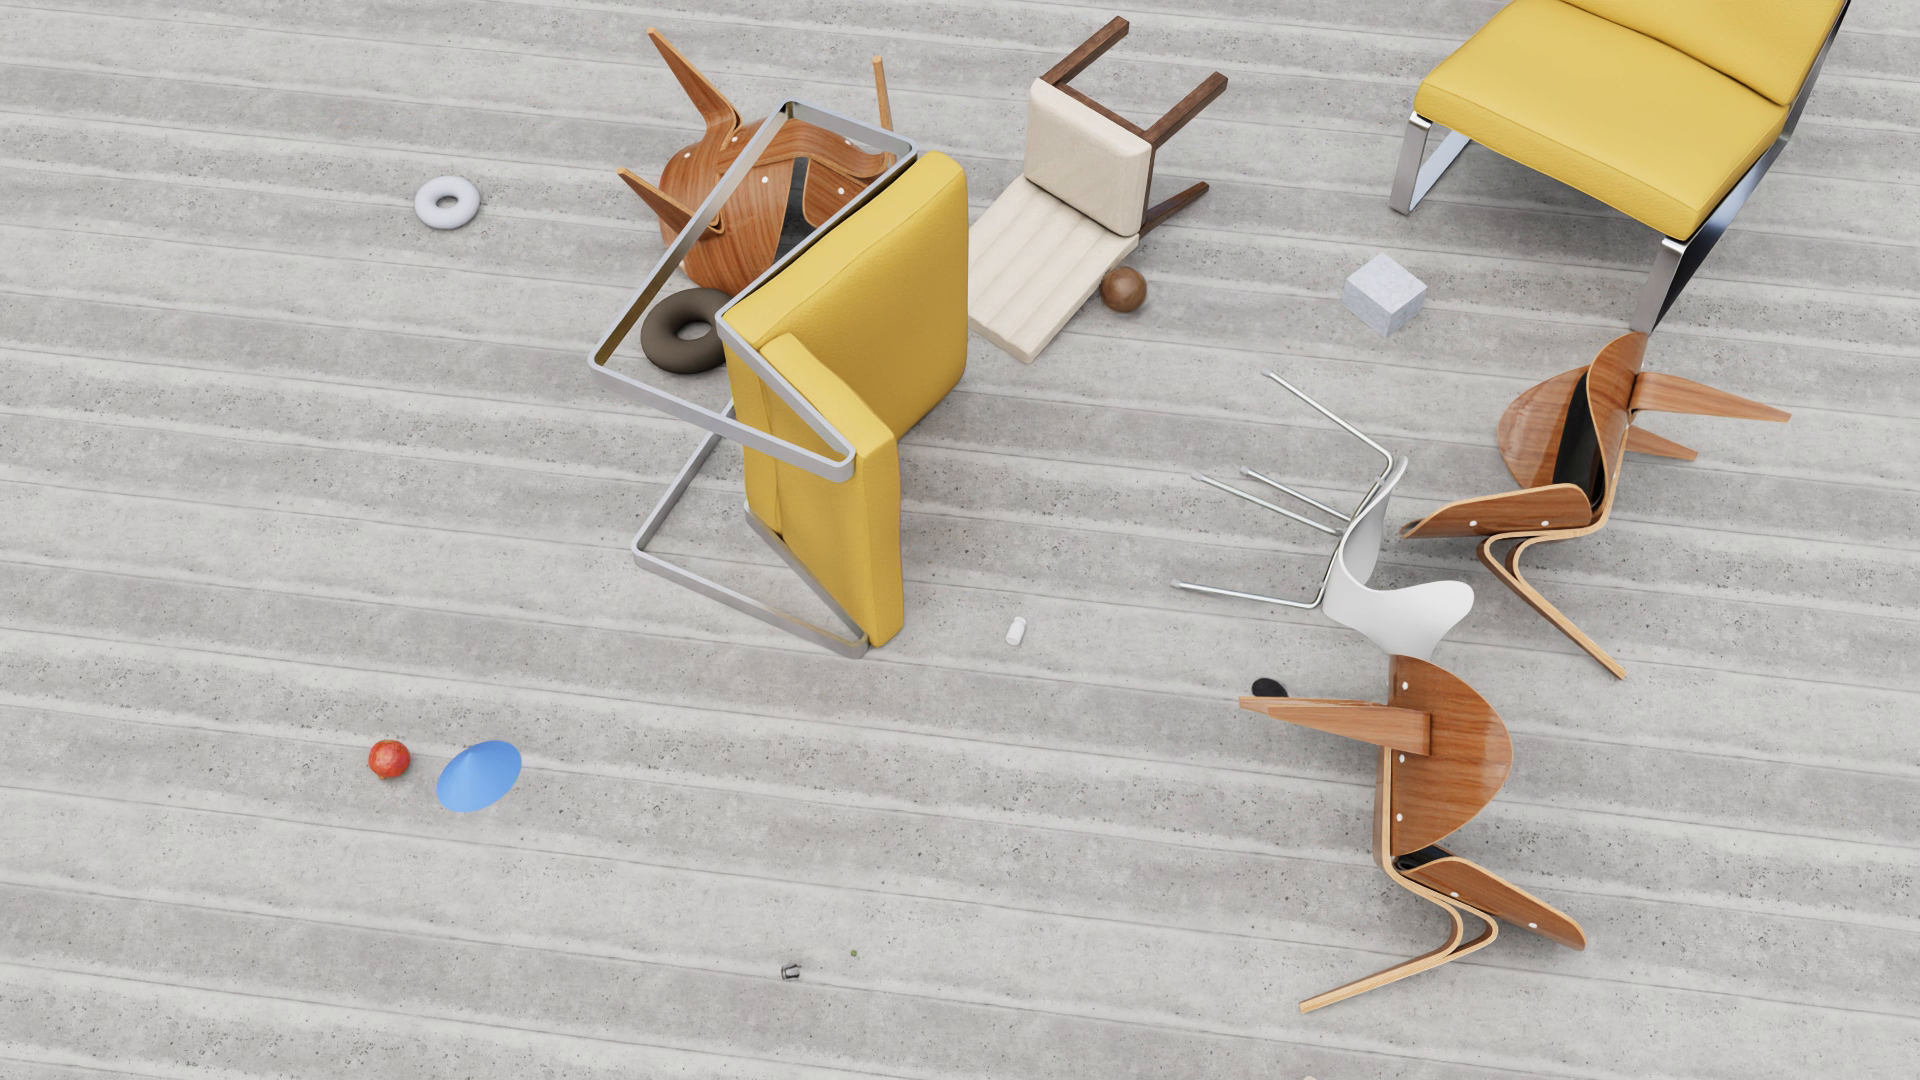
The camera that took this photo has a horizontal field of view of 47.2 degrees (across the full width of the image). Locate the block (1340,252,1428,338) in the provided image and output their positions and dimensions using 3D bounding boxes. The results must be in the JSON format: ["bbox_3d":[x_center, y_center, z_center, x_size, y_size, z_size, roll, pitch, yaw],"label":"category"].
[{"bbox_3d":[1.354,-0.783,7.026,0.170,0.121,0.195,-36,63,-22],"label":"block"}]

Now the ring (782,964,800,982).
[{"bbox_3d":[-0.446,1.137,5.780,0.039,0.055,0.049,-8,71,-22],"label":"ring"}]

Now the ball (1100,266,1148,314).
[{"bbox_3d":[0.524,-0.799,7.021,0.149,0.149,0.149,0,56,0],"label":"ball"}]

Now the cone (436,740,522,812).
[{"bbox_3d":[-1.340,0.619,6.074,0.257,0.140,0.193,-38,64,-23],"label":"cone"}]

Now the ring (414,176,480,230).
[{"bbox_3d":[-1.700,-1.119,7.286,0.217,0.066,0.217,-6,57,-5],"label":"ring"}]

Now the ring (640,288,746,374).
[{"bbox_3d":[-0.841,-0.662,6.951,0.347,0.114,0.301,-28,62,-17],"label":"ring"}]

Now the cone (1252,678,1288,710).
[{"bbox_3d":[0.907,0.425,6.263,0.120,0.094,0.093,21,29,32],"label":"cone"}]
